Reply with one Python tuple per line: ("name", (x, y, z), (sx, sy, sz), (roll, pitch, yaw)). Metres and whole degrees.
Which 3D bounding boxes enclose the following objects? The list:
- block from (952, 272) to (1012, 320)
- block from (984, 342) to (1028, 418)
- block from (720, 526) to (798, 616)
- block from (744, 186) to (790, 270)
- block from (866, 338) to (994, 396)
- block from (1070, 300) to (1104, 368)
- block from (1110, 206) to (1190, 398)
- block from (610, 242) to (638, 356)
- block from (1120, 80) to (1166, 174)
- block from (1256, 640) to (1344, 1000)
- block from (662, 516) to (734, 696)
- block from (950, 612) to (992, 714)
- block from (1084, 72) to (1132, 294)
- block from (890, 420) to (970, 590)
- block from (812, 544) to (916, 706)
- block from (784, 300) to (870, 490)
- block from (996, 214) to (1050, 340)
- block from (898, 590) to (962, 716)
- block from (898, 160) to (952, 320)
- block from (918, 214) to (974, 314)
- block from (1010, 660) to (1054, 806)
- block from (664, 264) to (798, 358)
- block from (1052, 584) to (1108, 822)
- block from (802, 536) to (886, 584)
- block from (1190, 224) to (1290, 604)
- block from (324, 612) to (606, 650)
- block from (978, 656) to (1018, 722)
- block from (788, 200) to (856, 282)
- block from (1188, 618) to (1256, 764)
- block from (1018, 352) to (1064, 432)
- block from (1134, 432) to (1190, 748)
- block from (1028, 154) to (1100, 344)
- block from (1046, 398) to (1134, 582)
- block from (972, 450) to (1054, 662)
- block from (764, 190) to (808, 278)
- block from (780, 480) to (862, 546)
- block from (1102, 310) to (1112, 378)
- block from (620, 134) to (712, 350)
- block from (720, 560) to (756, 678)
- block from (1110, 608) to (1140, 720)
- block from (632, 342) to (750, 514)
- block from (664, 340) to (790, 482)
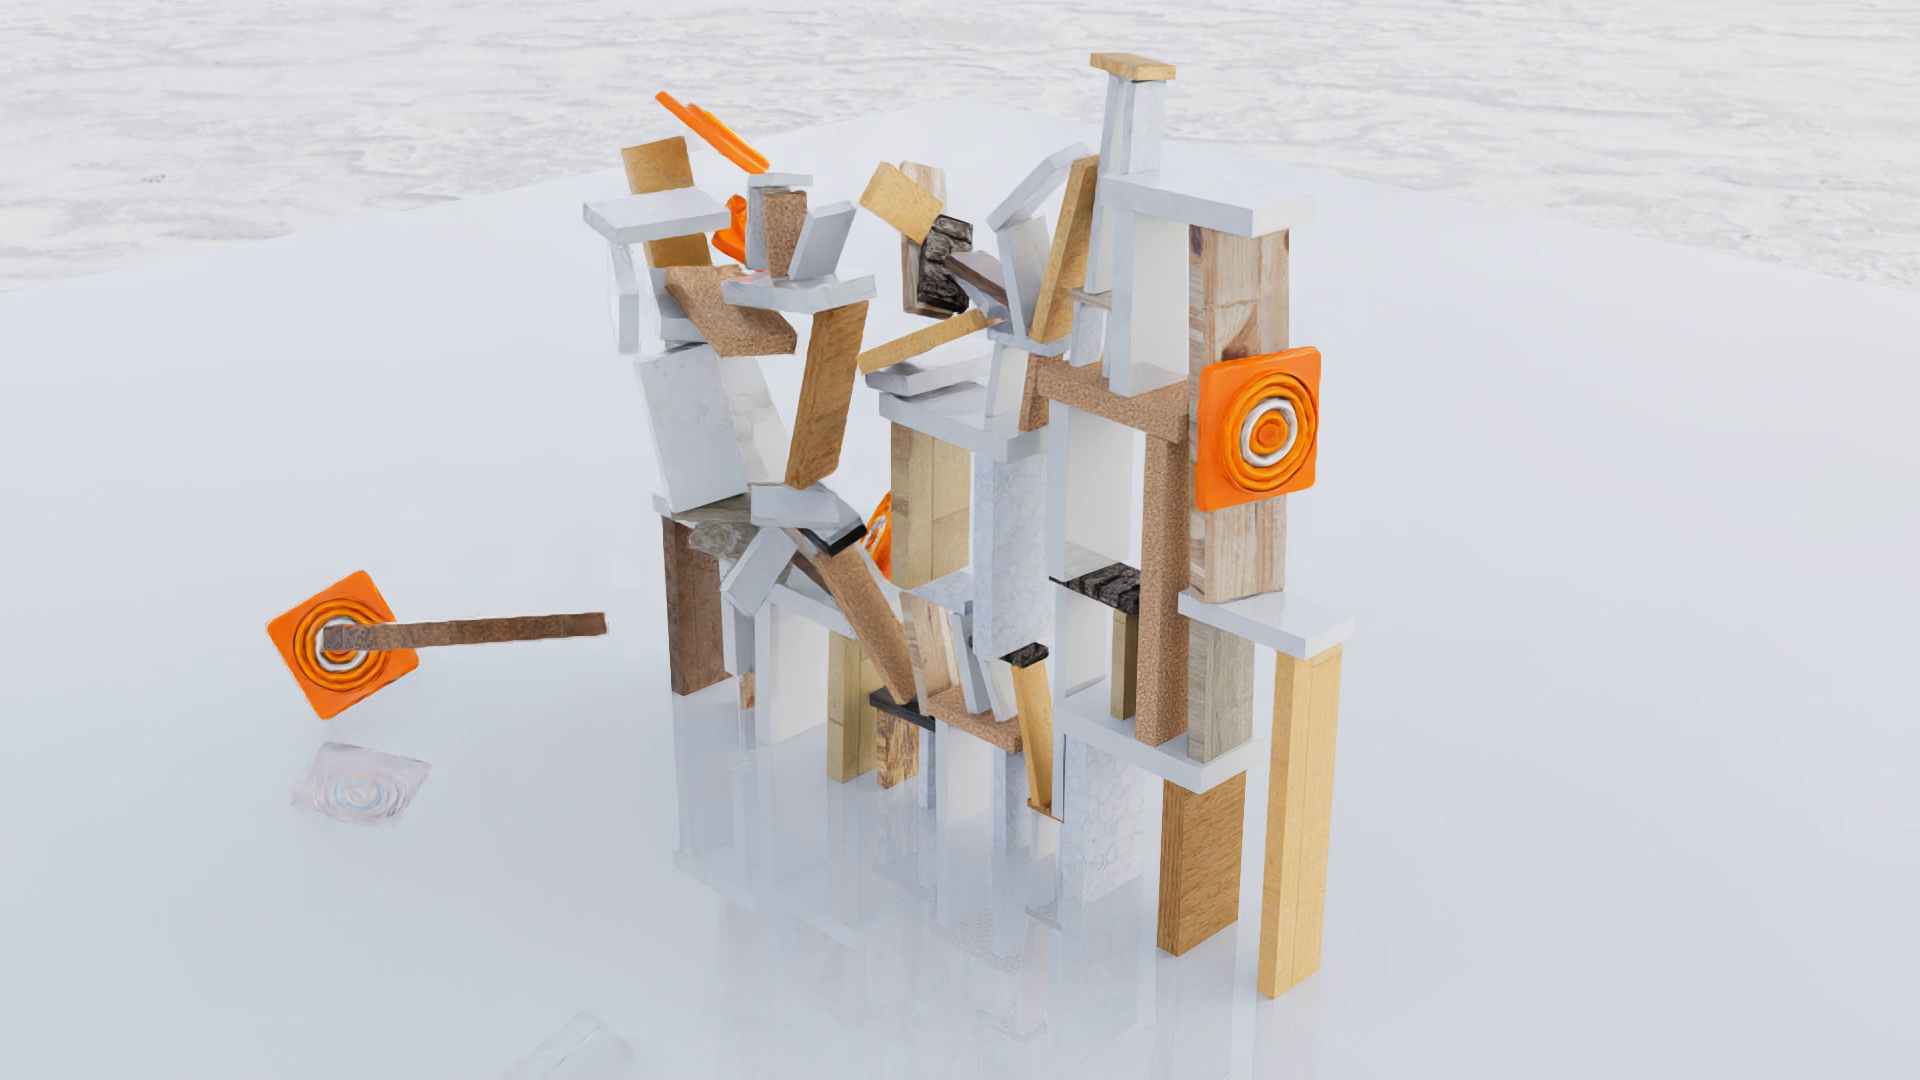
("block", (0.061, -0.451, 3.996), (0.093, 0.026, 0.186), (3, 29, -24))
("block", (0.086, -0.304, 4.017), (0.021, 0.149, 0.075), (29, 36, 32))
("block", (-0.389, 0.054, 4.255), (0.024, 0.083, 0.167), (13, 63, 46))
("block", (-0.367, -0.592, 4.184), (0.078, 0.157, 0.022), (-2, 21, -15))
("block", (-0.030, -0.332, 4.202), (0.274, 0.039, 0.137), (-18, 21, -34))
("block", (0.223, -0.366, 3.848), (0.060, 0.120, 0.017), (-19, 33, -39))
("block", (0.328, -0.414, 3.706), (0.160, 0.320, 0.045), (-19, 29, -39))
("block", (-0.659, -0.476, 4.305), (0.036, 0.129, 0.257), (-2, 31, -13))
("block", (0.302, -0.682, 3.619), (0.075, 0.149, 0.021), (-19, 32, -38))
("block", (0.584, 0.476, 3.785), (0.038, 0.667, 0.134), (21, 31, 41))
("block", (-0.581, 0.127, 4.914), (0.043, 0.428, 0.153), (21, 31, 41))
("block", (0.042, 0.227, 4.278), (0.028, 0.201, 0.100), (3, 18, 46))
("block", (0.261, -0.606, 3.728), (0.021, 0.378, 0.075), (21, 27, 34))
("block", (-0.056, -0.088, 4.250), (0.048, 0.339, 0.170), (22, 32, 39))
("block", (-0.174, 0.158, 4.390), (0.025, 0.362, 0.089), (-6, 30, 48))
("block", (-0.254, -0.286, 4.195), (0.039, 0.372, 0.137), (23, 27, 20))
("block", (0.124, -0.464, 3.884), (0.099, 0.199, 0.028), (-28, 26, -38))
("block", (-0.055, 0.213, 4.382), (0.028, 0.259, 0.100), (4, 20, 44))
("block", (-0.066, -0.561, 4.114), (0.088, 0.025, 0.317), (8, 63, -23))
("block", (-0.027, -0.515, 4.081), (0.093, 0.026, 0.186), (15, 61, -22))
("block", (0.150, 0.364, 4.210), (0.072, 0.284, 0.020), (-21, 19, -41))
("block", (-0.443, -0.444, 4.236), (0.152, 0.043, 0.303), (-5, 34, -28))
("block", (0.224, 0.293, 4.123), (0.106, 0.483, 0.030), (-19, 29, -38))
("block", (-0.233, 0.036, 4.409), (0.089, 0.178, 0.025), (-45, 22, -27))
("block", (0.461, -0.213, 3.634), (0.160, 0.638, 0.045), (-11, 21, -22))
("block", (-0.890, 0.164, 3.992), (0.152, 0.043, 0.510), (-3, 0, 41))
("block", (0.082, 0.272, 4.250), (0.072, 0.143, 0.020), (-21, 8, -41))
("block", (-0.253, -0.545, 4.018), (0.088, 0.175, 0.025), (-17, 63, -29))
("block", (0.455, 0.241, 3.825), (0.038, 0.268, 0.134), (20, 31, 41))
("block", (0.146, -0.272, 3.947), (0.021, 0.149, 0.075), (29, 36, 34))
("block", (0.387, 0.071, 3.835), (0.047, 0.577, 0.167), (21, 31, 41))
("block", (0.198, -0.504, 3.808), (0.028, 0.342, 0.099), (35, 38, 29))
("block", (0.233, -0.107, 3.941), (0.167, 0.335, 0.047), (-19, 29, -38))
("block", (0.102, 0.011, 4.112), (0.048, 0.405, 0.170), (22, 31, 40))
("block", (-0.320, -0.570, 4.100), (0.078, 0.157, 0.022), (-8, 27, -9))
("block", (-0.276, -0.063, 4.279), (0.083, 0.024, 0.167), (-35, 56, -26))
("block", (0.276, -0.343, 3.793), (0.060, 0.120, 0.017), (-19, 33, -38))
("block", (-0.558, -0.447, 4.610), (0.129, 0.780, 0.036), (-20, 17, -28))
("block", (-0.441, 0.128, 4.755), (0.153, 0.307, 0.043), (-21, 31, -39))
("block", (0.321, 0.210, 3.973), (0.106, 0.212, 0.030), (-21, 31, -41))
("block", (-0.526, -0.223, 4.312), (0.156, 0.311, 0.044), (-18, 21, -18))
("block", (-0.445, -0.220, 4.558), (0.156, 0.556, 0.044), (-27, 11, -28))
